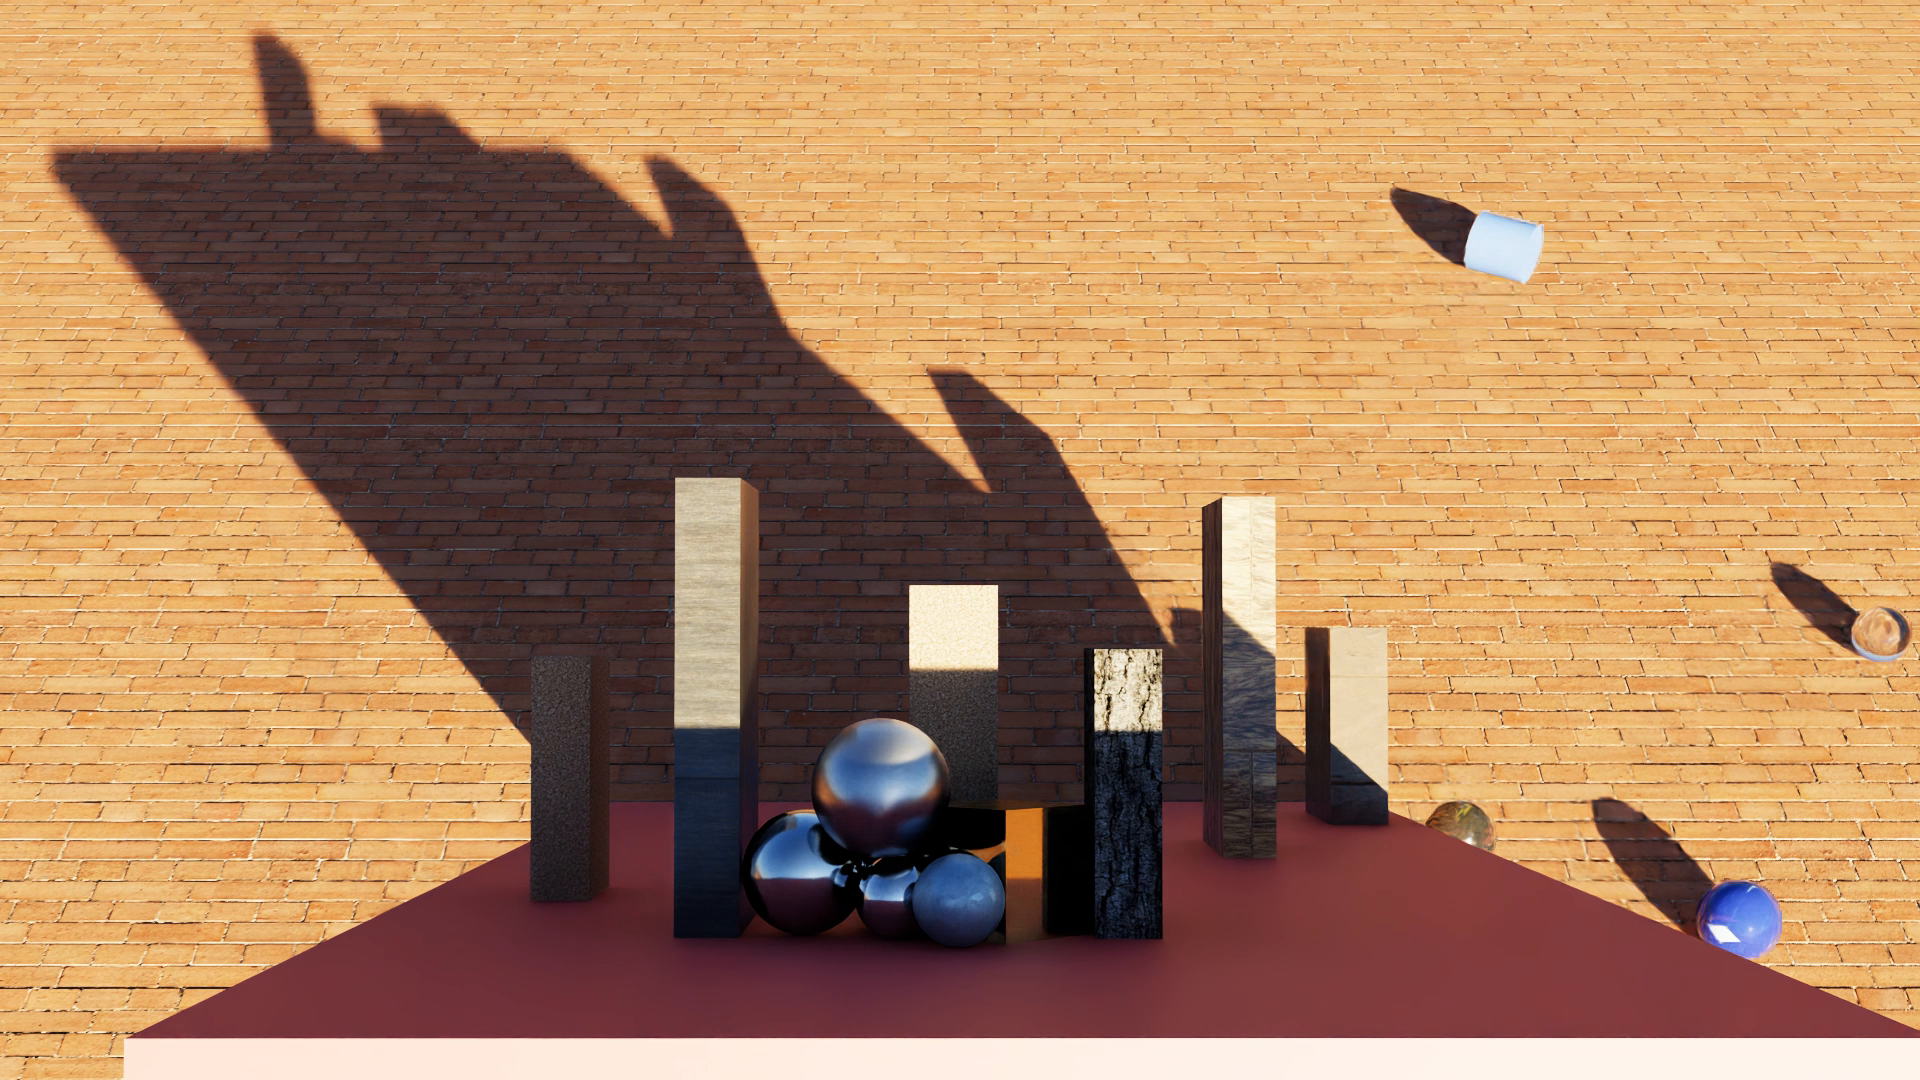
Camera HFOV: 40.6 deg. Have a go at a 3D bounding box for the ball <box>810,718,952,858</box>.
[{"bbox_3d":[-0.115,0.360,3.770,0.204,0.204,0.204,0,36,0],"label":"ball"}]

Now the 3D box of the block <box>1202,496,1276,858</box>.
[{"bbox_3d":[0.576,0.280,5.389,0.105,0.718,0.439,0,-2,0],"label":"block"}]

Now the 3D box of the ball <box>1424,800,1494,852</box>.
[{"bbox_3d":[1.194,0.707,6.217,0.168,0.168,0.168,0,36,0],"label":"ball"}]

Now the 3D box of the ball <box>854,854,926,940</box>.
[{"bbox_3d":[-0.092,0.521,3.791,0.124,0.124,0.124,0,36,0],"label":"ball"}]

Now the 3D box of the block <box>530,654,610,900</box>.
[{"bbox_3d":[-0.669,0.403,4.470,0.099,0.408,0.245,0,-2,0],"label":"block"}]

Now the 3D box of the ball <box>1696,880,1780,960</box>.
[{"bbox_3d":[1.936,0.947,6.469,0.201,0.201,0.201,0,36,0],"label":"ball"}]

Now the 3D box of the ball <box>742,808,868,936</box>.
[{"bbox_3d":[-0.230,0.492,3.854,0.186,0.186,0.186,0,36,0],"label":"ball"}]

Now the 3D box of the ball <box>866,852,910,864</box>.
[{"bbox_3d":[-0.091,0.494,3.977,0.186,0.186,0.186,0,36,0],"label":"ball"}]

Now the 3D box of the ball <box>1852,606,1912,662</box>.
[{"bbox_3d":[2.639,0.271,7.446,0.162,0.162,0.162,0,36,0],"label":"ball"}]

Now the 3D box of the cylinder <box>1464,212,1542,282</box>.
[{"bbox_3d":[1.932,-1.041,9.237,0.208,0.208,0.208,19,40,24],"label":"cylinder"}]

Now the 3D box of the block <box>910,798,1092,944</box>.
[{"bbox_3d":[0.062,0.489,3.864,0.192,0.192,0.192,-2,-3,43],"label":"block"}]

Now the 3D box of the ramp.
[{"bbox_3d":[0.078,0.671,4.862,2.000,0.100,4.000,0,-2,0],"label":"ramp"}]

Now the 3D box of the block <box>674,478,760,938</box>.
[{"bbox_3d":[-0.372,0.252,3.996,0.096,0.675,0.353,0,-2,0],"label":"block"}]

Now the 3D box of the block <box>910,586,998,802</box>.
[{"bbox_3d":[-0.010,0.339,4.286,0.138,0.521,0.423,0,-2,0],"label":"block"}]

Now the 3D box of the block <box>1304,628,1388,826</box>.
[{"bbox_3d":[0.929,0.441,6.269,0.133,0.458,0.445,0,-2,0],"label":"block"}]

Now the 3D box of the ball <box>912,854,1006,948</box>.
[{"bbox_3d":[-0.002,0.513,3.700,0.133,0.133,0.133,0,36,0],"label":"ball"}]

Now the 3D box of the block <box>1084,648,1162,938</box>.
[{"bbox_3d":[0.247,0.377,3.970,0.099,0.423,0.329,0,-2,0],"label":"block"}]
